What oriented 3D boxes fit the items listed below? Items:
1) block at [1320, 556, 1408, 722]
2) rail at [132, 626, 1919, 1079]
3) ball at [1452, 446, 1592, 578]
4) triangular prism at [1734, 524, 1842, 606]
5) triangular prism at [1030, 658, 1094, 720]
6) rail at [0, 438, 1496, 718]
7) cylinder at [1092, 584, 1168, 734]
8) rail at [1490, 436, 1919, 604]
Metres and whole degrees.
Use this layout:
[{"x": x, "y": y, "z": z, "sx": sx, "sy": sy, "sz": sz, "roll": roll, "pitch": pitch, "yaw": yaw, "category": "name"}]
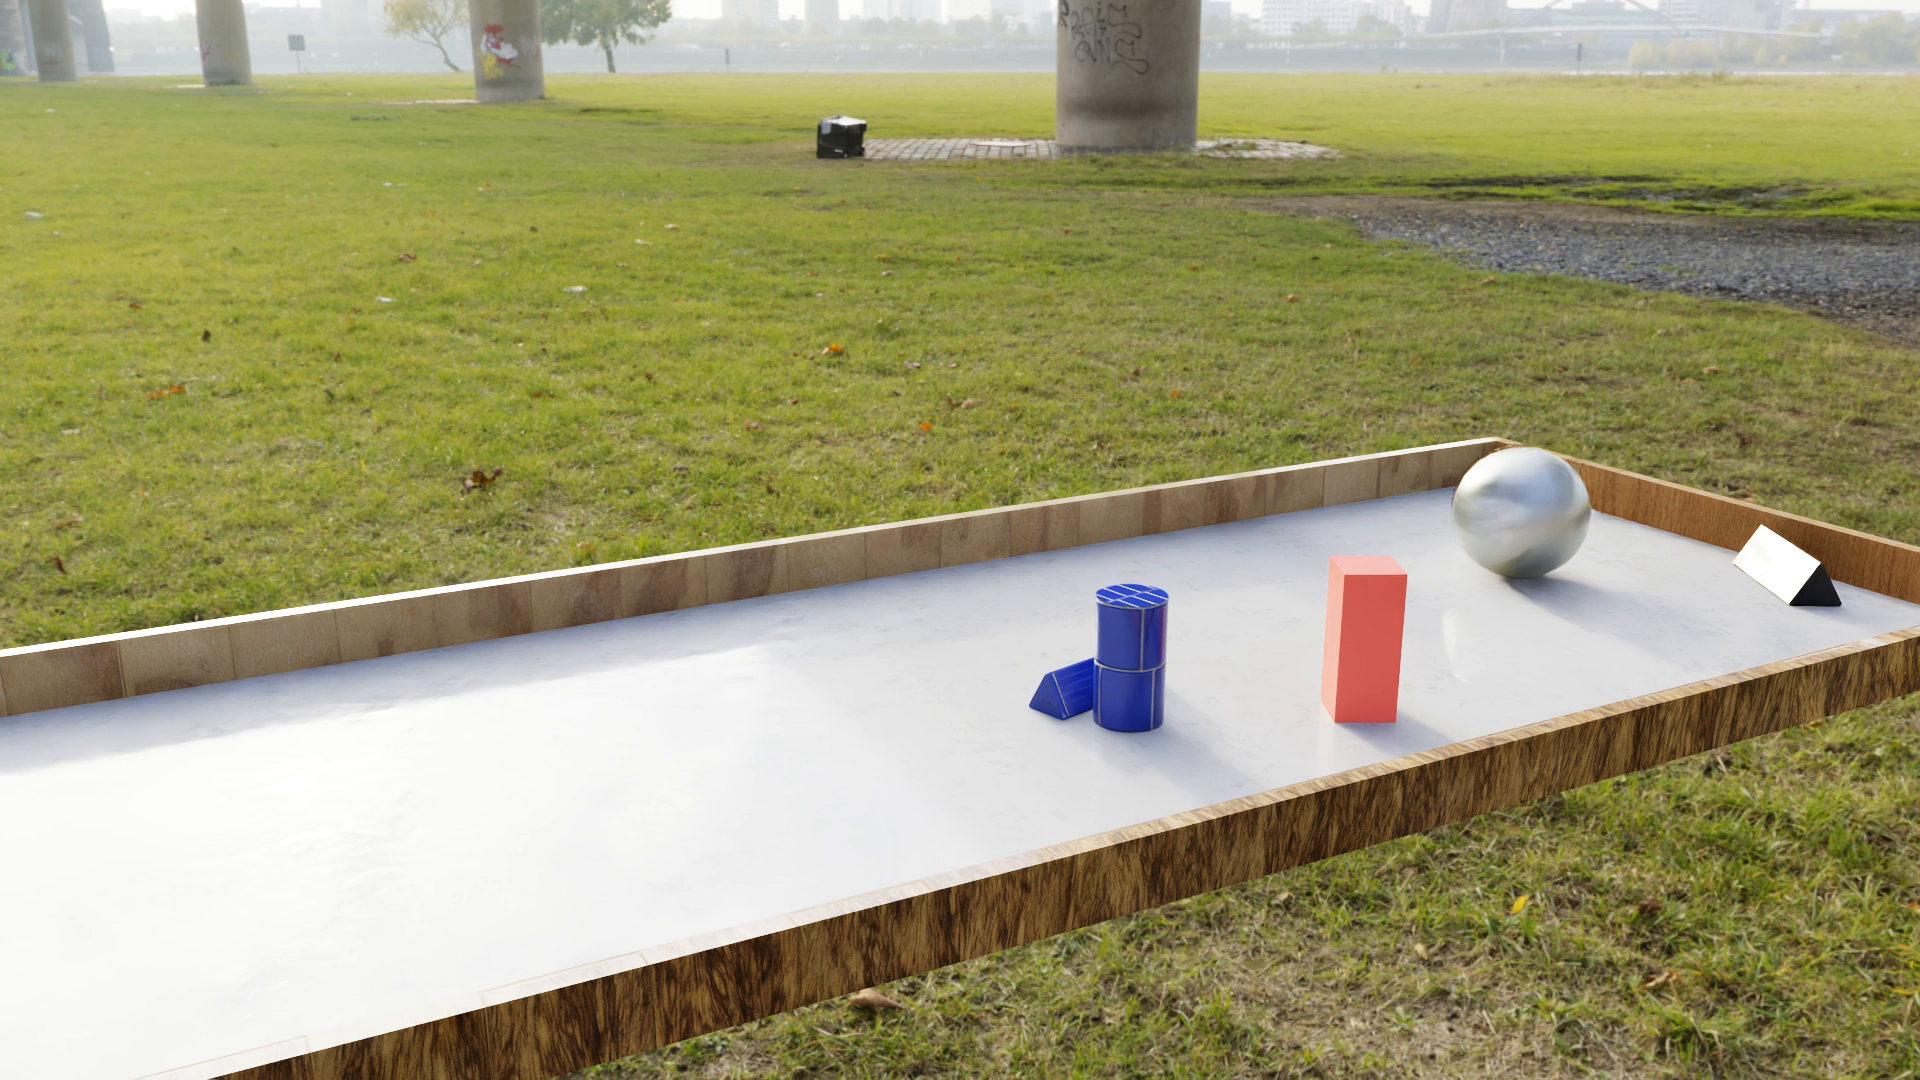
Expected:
[{"x": 0.954, "y": 0.234, "z": 3.908, "sx": 0.146, "sy": 0.366, "sz": 0.146, "roll": 0, "pitch": 16, "yaw": -1, "category": "block"}, {"x": -2.336, "y": 1.006, "z": 1.665, "sx": 12.000, "sy": 0.150, "sz": 0.050, "roll": -9, "pitch": 18, "yaw": -27, "category": "rail"}, {"x": 1.679, "y": -0.082, "z": 4.937, "sx": 0.393, "sy": 0.393, "sz": 0.393, "roll": 0, "pitch": 16, "yaw": 0, "category": "ball"}, {"x": 2.451, "y": 0.069, "z": 4.882, "sx": 0.147, "sy": 0.127, "sz": 0.399, "roll": 0, "pitch": 16, "yaw": 3, "category": "triangular prism"}, {"x": 0.336, "y": 0.331, "z": 4.042, "sx": 0.359, "sy": 0.099, "sz": 0.114, "roll": -15, "pitch": 22, "yaw": -41, "category": "triangular prism"}, {"x": -3.305, "y": 0.497, "z": 3.399, "sx": 12.000, "sy": 0.150, "sz": 0.050, "roll": -9, "pitch": 18, "yaw": -27, "category": "rail"}, {"x": 0.399, "y": 0.276, "z": 3.866, "sx": 0.169, "sy": 0.310, "sz": 0.169, "roll": 0, "pitch": 16, "yaw": 0, "category": "cylinder"}, {"x": 2.466, "y": -0.048, "z": 5.253, "sx": 0.050, "sy": 0.150, "sz": 2.100, "roll": -9, "pitch": 18, "yaw": -27, "category": "rail"}]
